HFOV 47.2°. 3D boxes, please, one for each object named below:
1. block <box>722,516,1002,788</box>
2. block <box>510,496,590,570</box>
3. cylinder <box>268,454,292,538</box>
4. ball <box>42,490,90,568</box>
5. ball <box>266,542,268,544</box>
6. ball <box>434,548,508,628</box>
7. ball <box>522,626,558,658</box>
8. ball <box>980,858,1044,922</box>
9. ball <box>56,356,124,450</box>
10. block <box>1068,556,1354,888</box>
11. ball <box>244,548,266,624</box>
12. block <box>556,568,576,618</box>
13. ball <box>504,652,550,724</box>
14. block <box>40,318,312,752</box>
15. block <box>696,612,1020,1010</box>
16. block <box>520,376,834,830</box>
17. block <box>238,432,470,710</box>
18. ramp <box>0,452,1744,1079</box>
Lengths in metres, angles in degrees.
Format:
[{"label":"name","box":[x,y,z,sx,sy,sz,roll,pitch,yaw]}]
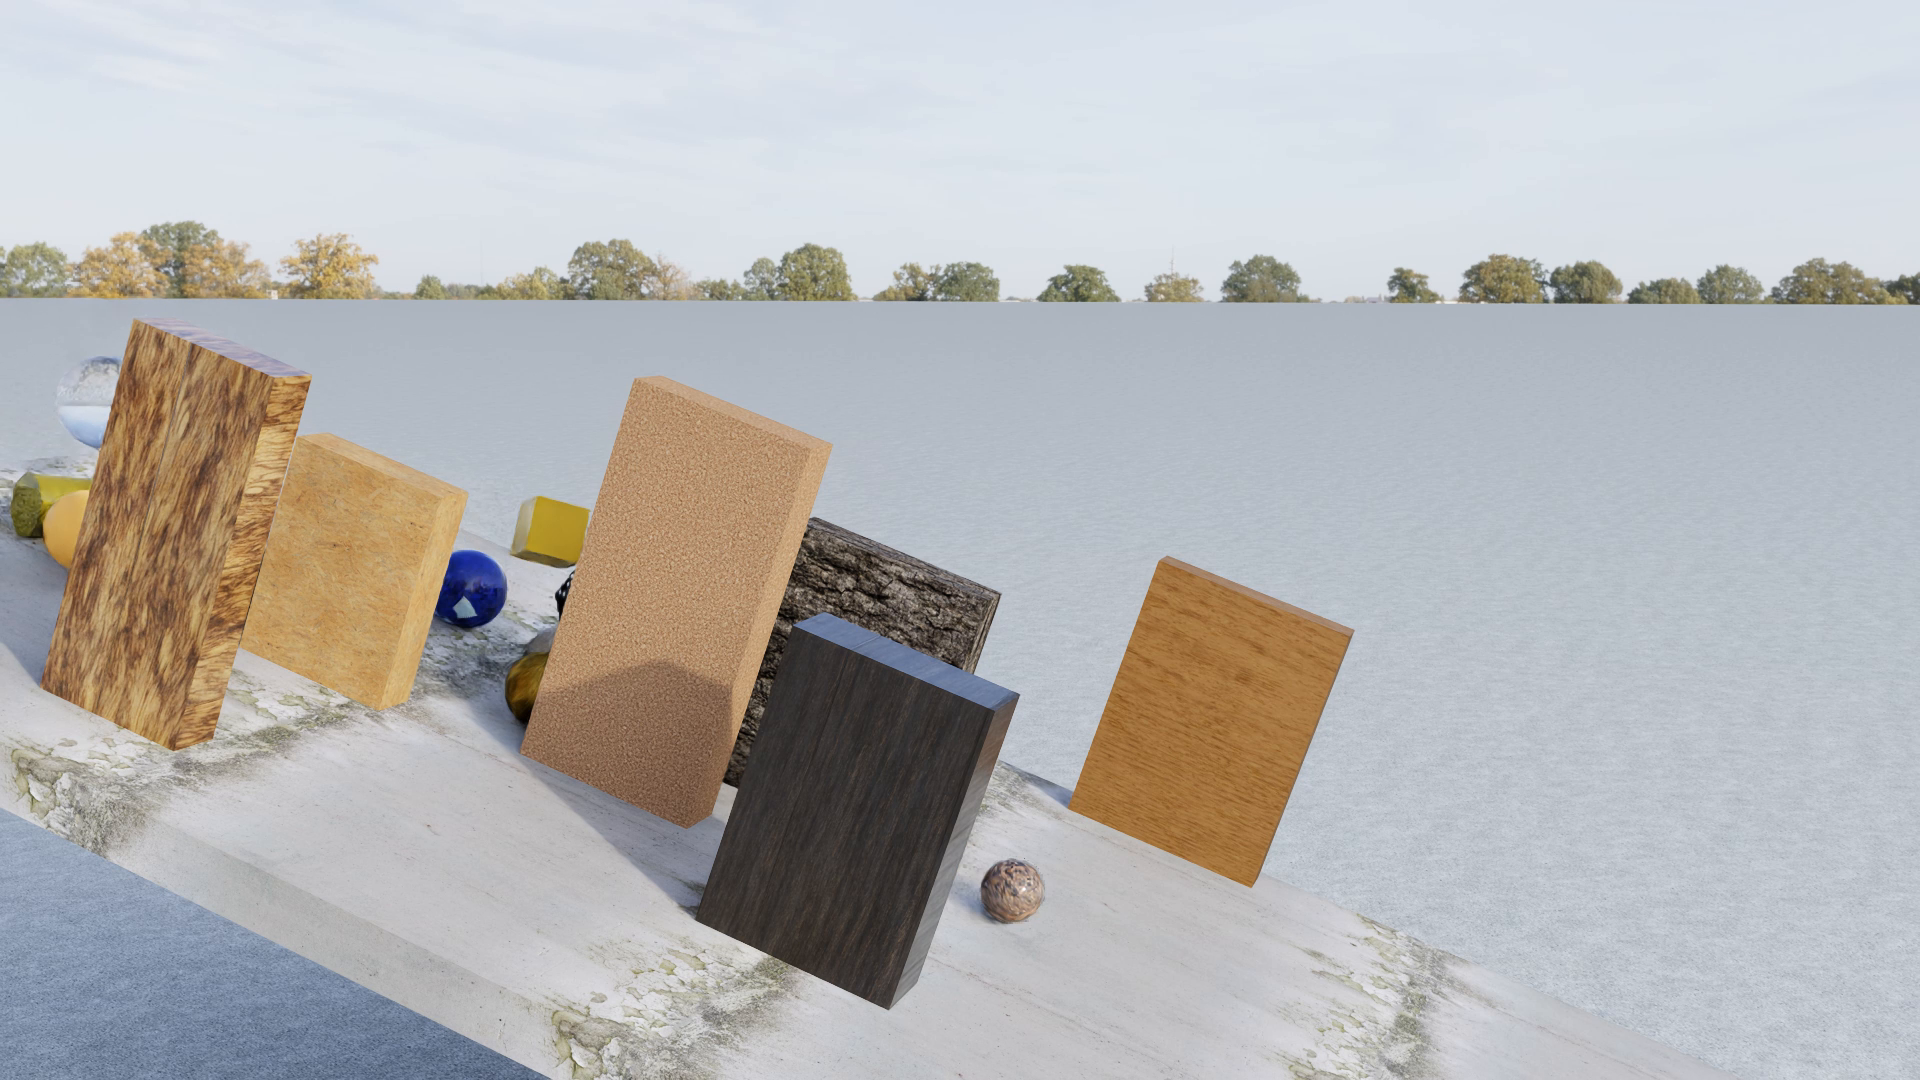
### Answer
[{"label":"block","box":[-0.207,0.288,4.339,0.412,0.549,0.110,22,12,14]},{"label":"block","box":[-0.837,-0.014,4.487,0.114,0.114,0.114,16,-14,-25]},{"label":"cylinder","box":[-1.416,-0.091,4.377,0.179,0.179,0.179,3,6,26]},{"label":"ball","box":[-1.701,-0.018,4.283,0.160,0.160,0.160,0,7,0]},{"label":"ball","box":[-1.443,0.058,4.496,0.119,0.119,0.119,0,7,0]},{"label":"ball","box":[-1.063,0.105,4.743,0.173,0.173,0.173,0,7,0]},{"label":"ball","box":[-0.810,0.255,4.480,0.161,0.161,0.161,0,7,0]},{"label":"ball","box":[0.098,0.665,4.168,0.120,0.120,0.120,0,7,0]},{"label":"ball","box":[-1.783,-0.287,4.593,0.198,0.198,0.198,0,7,0]},{"label":"block","box":[0.551,0.400,4.868,0.443,0.606,0.090,22,12,14]},{"label":"ball","box":[-1.409,0.085,4.301,0.172,0.172,0.172,0,7,0]},{"label":"block","box":[-0.717,0.132,4.535,0.158,0.158,0.158,25,56,14]},{"label":"ball","box":[-0.819,0.295,4.327,0.152,0.152,0.152,0,7,0]},{"label":"block","box":[-1.318,-0.011,3.688,0.279,0.665,0.106,22,12,14]},{"label":"block","box":[-0.174,0.450,3.689,0.367,0.545,0.150,22,12,14]},{"label":"block","box":[-0.535,0.115,4.107,0.365,0.758,0.115,22,12,14]},{"label":"block","box":[-1.155,0.058,4.187,0.320,0.434,0.105,22,12,14]},{"label":"ramp","box":[-0.338,0.623,4.214,4.000,0.100,2.000,22,12,14]}]
